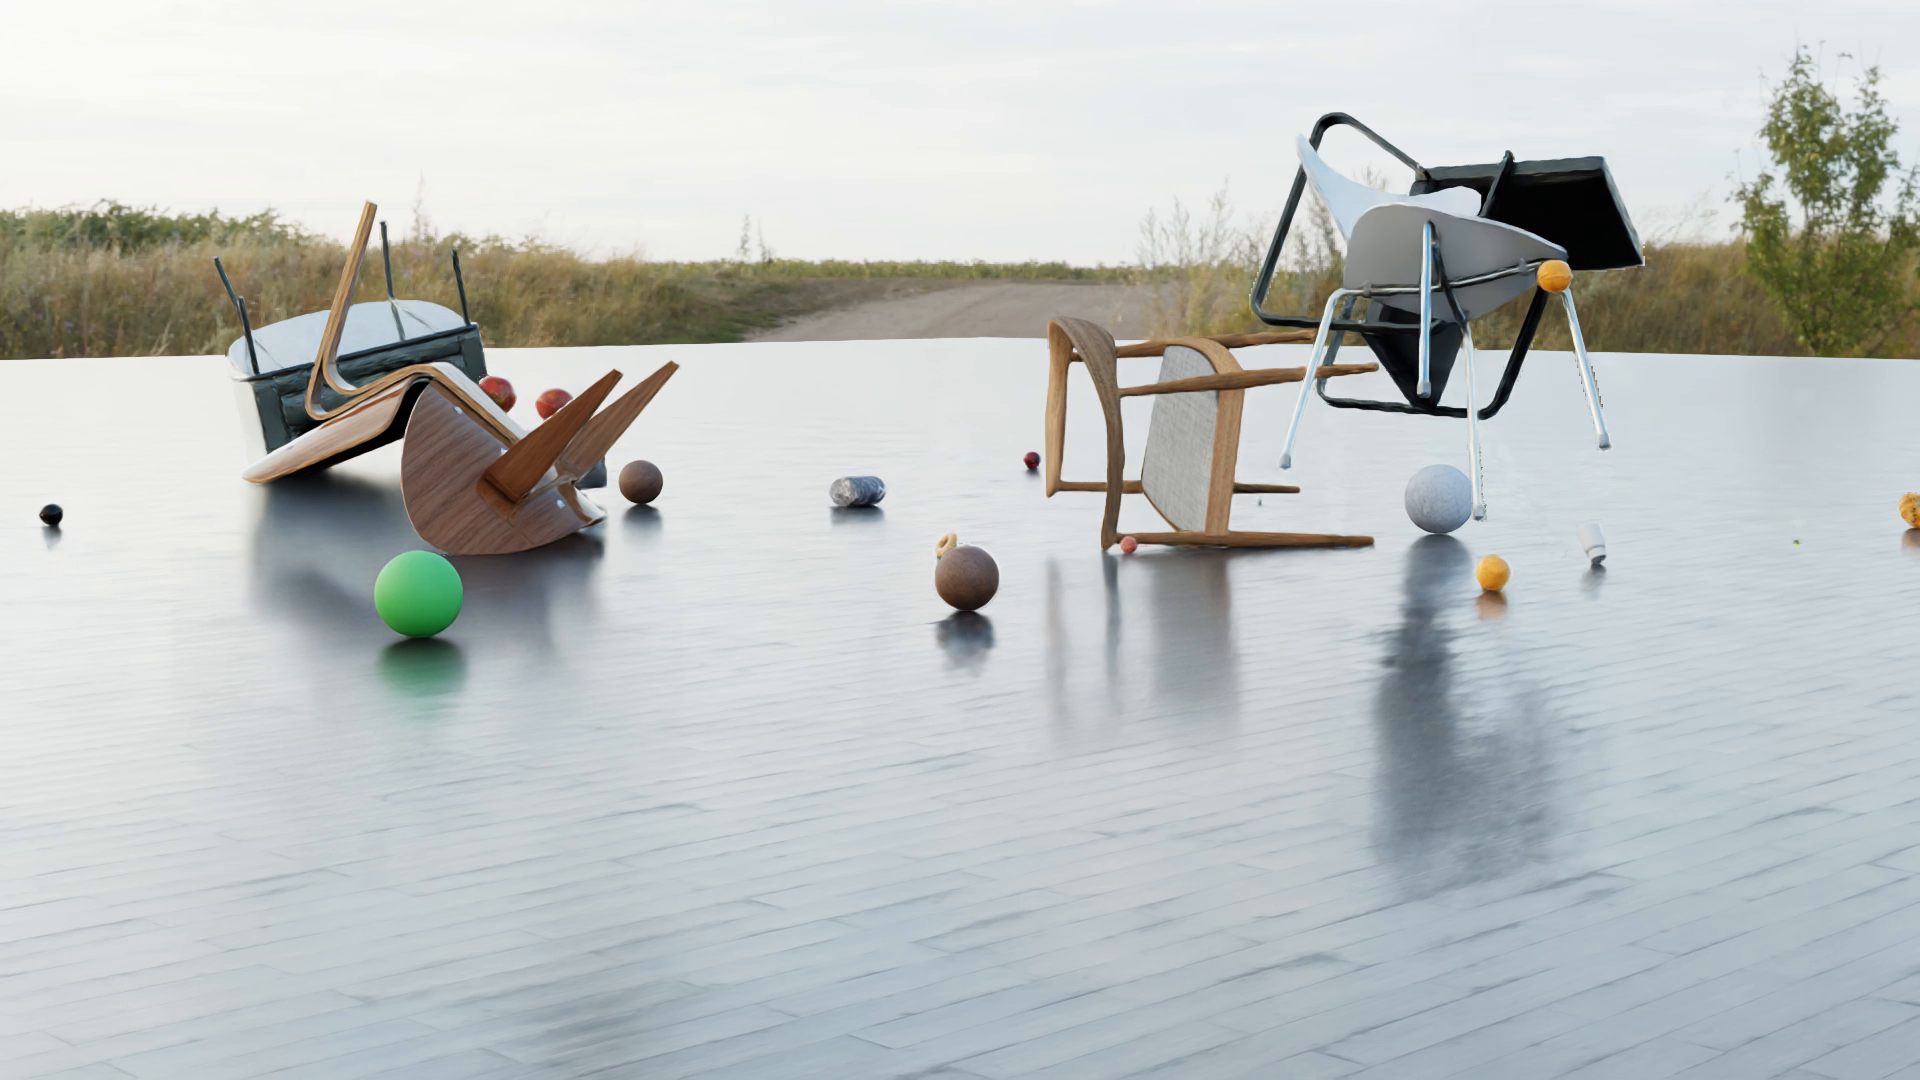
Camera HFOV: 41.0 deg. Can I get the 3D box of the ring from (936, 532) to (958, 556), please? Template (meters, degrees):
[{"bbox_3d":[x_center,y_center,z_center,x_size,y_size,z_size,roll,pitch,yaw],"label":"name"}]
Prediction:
[{"bbox_3d":[-0.032,0.011,6.044,0.061,0.068,0.021,-17,-49,45],"label":"ring"}]

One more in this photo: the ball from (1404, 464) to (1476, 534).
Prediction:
[{"bbox_3d":[1.226,-0.105,6.558,0.179,0.179,0.179,0,6,0],"label":"ball"}]

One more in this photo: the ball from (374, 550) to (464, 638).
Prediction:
[{"bbox_3d":[-0.986,0.099,4.676,0.160,0.160,0.160,0,6,0],"label":"ball"}]

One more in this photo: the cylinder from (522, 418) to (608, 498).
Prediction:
[{"bbox_3d":[-1.162,-0.240,7.535,0.224,0.235,0.177,-9,52,-10],"label":"cylinder"}]

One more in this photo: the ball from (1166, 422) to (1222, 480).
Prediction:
[{"bbox_3d":[0.758,-0.288,8.307,0.184,0.184,0.184,0,6,0],"label":"ball"}]

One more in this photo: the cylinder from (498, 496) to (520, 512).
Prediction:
[{"bbox_3d":[-1.267,-0.099,7.191,0.060,0.038,0.084,-1,6,-6],"label":"cylinder"}]

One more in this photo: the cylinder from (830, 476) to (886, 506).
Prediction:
[{"bbox_3d":[-0.293,-0.139,7.372,0.111,0.080,0.121,-5,3,-41],"label":"cylinder"}]
